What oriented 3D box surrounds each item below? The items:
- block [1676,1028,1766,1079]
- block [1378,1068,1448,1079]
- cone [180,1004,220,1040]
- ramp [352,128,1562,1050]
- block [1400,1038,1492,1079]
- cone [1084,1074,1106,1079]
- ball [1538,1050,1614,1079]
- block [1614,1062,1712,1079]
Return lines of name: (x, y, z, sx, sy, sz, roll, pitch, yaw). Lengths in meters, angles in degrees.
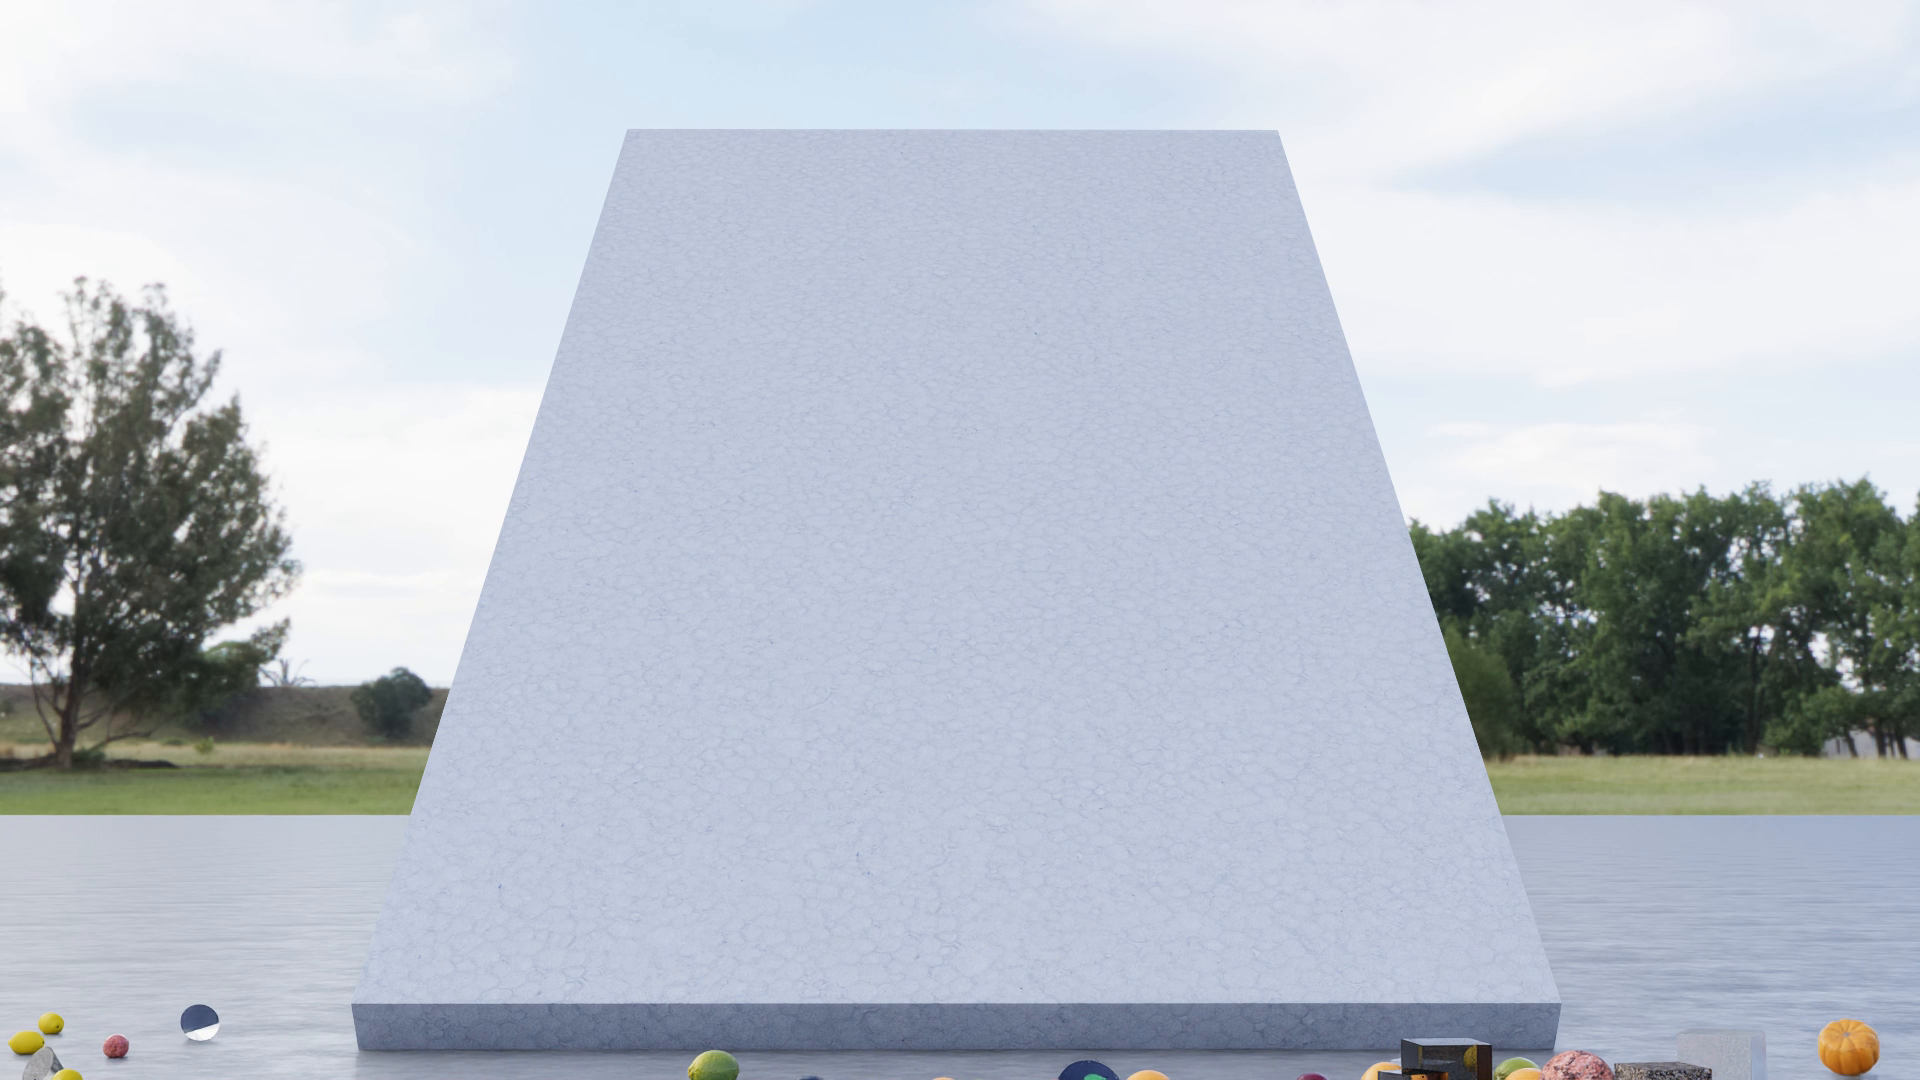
block: (1.036, 0.718, 3.292, 0.097, 0.097, 0.097, -4, -7, 29)
block: (0.582, 0.715, 3.110, 0.064, 0.064, 0.064, 4, -8, -33)
cone: (-1.339, 0.858, 4.244, 0.067, 0.067, 0.067, 4, -34, -31)
ramp: (-0.014, -0.206, 5.750, 2.000, 0.100, 4.000, 0, 30, 0)
block: (0.642, 0.709, 3.196, 0.094, 0.094, 0.094, 1, -6, -7)
cone: (0.137, 0.699, 2.877, 0.097, 0.097, 0.097, -33, -22, 25)
ball: (0.774, 0.689, 3.034, 0.098, 0.098, 0.098, 0, -6, 0)
block: (0.862, 0.688, 2.969, 0.086, 0.086, 0.086, 1, -6, -11)
